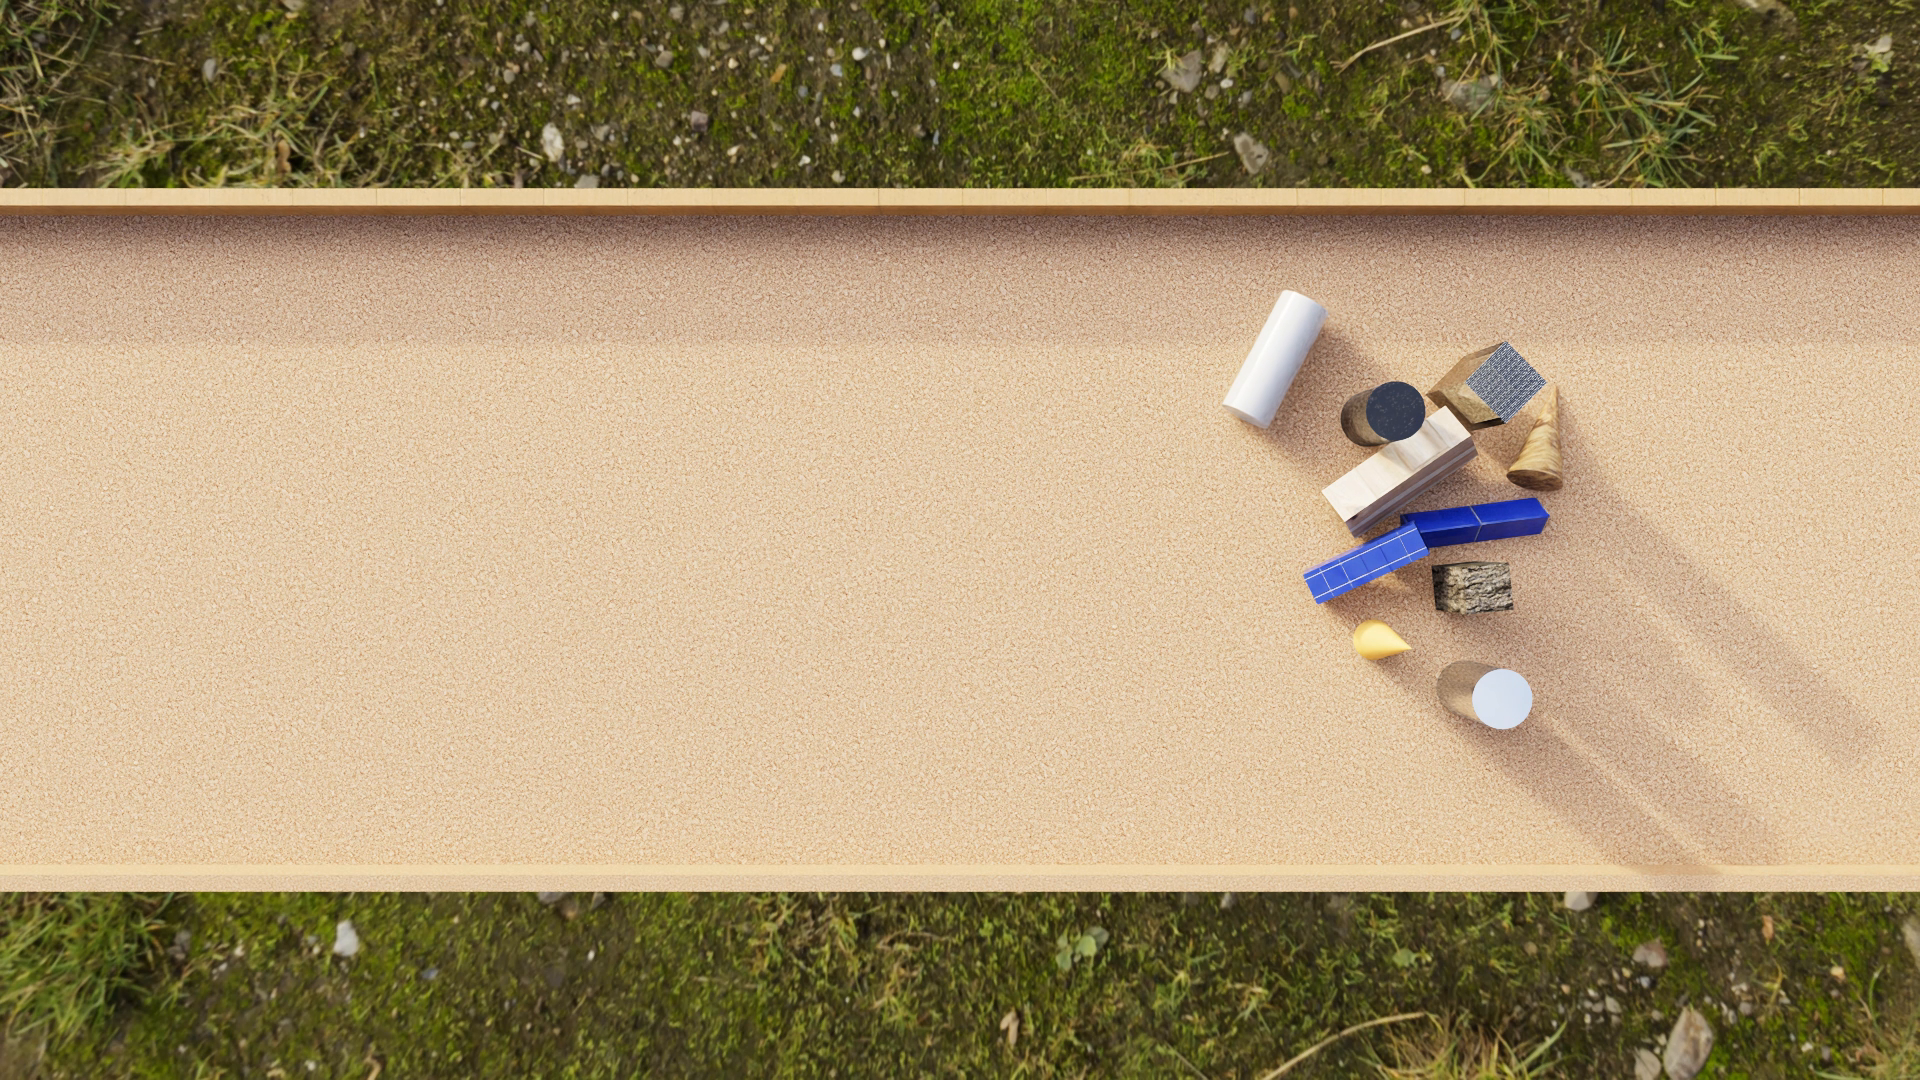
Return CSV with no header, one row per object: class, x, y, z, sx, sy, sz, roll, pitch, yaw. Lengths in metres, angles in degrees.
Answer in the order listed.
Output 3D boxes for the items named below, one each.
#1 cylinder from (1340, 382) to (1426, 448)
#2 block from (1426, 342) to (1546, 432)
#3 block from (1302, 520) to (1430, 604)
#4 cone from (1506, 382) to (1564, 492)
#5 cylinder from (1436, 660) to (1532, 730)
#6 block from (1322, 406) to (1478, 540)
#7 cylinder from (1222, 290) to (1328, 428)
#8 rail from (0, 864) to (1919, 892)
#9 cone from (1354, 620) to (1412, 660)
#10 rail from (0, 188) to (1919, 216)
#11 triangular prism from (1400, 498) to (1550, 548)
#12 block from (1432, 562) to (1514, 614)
cylinder,1.257,-0.372,4.916,0.173,0.320,0.173,0,90,0
block,1.550,-0.448,4.879,0.167,0.395,0.167,-45,90,0
block,1.225,0.067,4.975,0.360,0.101,0.101,-27,90,17
cone,1.789,-0.332,5.036,0.166,0.166,0.329,18,76,0
cylinder,1.552,0.455,4.897,0.172,0.358,0.172,0,90,0
block,1.321,-0.201,4.955,0.440,0.130,0.130,-35,55,8
cylinder,0.955,-0.546,4.997,0.156,0.156,0.390,28,90,0
rail,-2.247,1.025,5.001,12.000,0.150,0.050,0,90,0
cone,1.274,0.307,4.862,0.125,0.429,0.125,0,90,0
rail,-2.247,-1.025,5.002,12.000,0.150,0.050,0,90,0
triangular prism,1.570,-0.048,5.026,0.423,0.096,0.110,-7,90,0
block,1.525,0.140,4.921,0.137,0.312,0.137,-6,90,0
